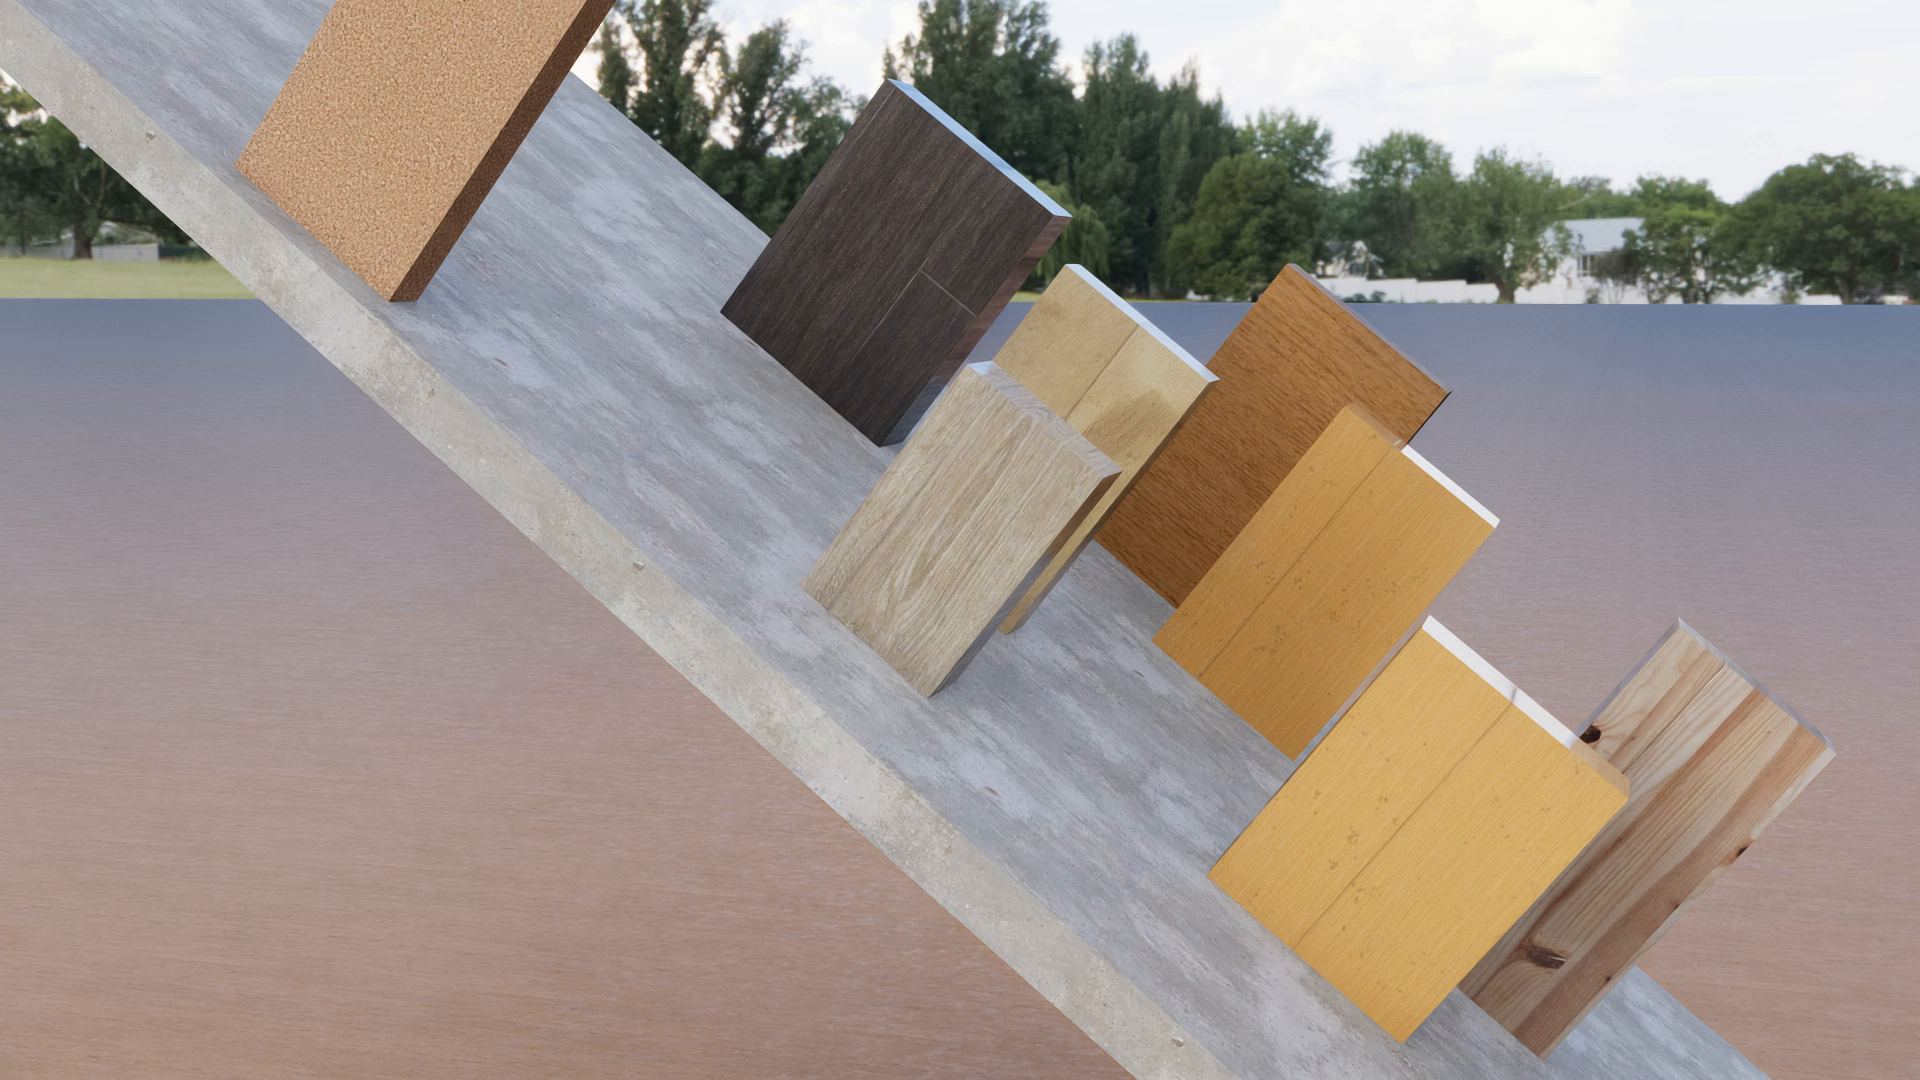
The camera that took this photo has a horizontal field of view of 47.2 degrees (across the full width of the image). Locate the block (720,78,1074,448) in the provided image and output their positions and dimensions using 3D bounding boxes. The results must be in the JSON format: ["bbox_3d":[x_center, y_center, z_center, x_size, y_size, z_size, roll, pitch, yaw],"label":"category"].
[{"bbox_3d":[-0.129,-0.541,4.323,0.425,0.570,0.145,40,16,9],"label":"block"}]

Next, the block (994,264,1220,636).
[{"bbox_3d":[0.146,-0.157,3.850,0.319,0.571,0.102,40,16,9],"label":"block"}]

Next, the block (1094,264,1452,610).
[{"bbox_3d":[0.648,-0.173,4.709,0.428,0.719,0.129,40,16,9],"label":"block"}]

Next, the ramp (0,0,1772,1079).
[{"bbox_3d":[-0.026,0.079,4.052,4.000,0.100,2.000,40,16,9],"label":"ramp"}]

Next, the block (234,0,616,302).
[{"bbox_3d":[-0.763,-0.728,3.255,0.330,0.689,0.082,40,16,9],"label":"block"}]

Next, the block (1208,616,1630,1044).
[{"bbox_3d":[0.719,0.455,3.468,0.398,0.529,0.136,40,16,9],"label":"block"}]

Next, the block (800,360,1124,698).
[{"bbox_3d":[0.001,-0.018,3.391,0.267,0.440,0.137,40,16,9],"label":"block"}]

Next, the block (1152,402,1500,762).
[{"bbox_3d":[0.723,0.082,4.367,0.368,0.608,0.149,40,16,9],"label":"block"}]

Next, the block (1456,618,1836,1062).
[{"bbox_3d":[1.123,0.519,3.796,0.323,0.729,0.109,40,16,9],"label":"block"}]
